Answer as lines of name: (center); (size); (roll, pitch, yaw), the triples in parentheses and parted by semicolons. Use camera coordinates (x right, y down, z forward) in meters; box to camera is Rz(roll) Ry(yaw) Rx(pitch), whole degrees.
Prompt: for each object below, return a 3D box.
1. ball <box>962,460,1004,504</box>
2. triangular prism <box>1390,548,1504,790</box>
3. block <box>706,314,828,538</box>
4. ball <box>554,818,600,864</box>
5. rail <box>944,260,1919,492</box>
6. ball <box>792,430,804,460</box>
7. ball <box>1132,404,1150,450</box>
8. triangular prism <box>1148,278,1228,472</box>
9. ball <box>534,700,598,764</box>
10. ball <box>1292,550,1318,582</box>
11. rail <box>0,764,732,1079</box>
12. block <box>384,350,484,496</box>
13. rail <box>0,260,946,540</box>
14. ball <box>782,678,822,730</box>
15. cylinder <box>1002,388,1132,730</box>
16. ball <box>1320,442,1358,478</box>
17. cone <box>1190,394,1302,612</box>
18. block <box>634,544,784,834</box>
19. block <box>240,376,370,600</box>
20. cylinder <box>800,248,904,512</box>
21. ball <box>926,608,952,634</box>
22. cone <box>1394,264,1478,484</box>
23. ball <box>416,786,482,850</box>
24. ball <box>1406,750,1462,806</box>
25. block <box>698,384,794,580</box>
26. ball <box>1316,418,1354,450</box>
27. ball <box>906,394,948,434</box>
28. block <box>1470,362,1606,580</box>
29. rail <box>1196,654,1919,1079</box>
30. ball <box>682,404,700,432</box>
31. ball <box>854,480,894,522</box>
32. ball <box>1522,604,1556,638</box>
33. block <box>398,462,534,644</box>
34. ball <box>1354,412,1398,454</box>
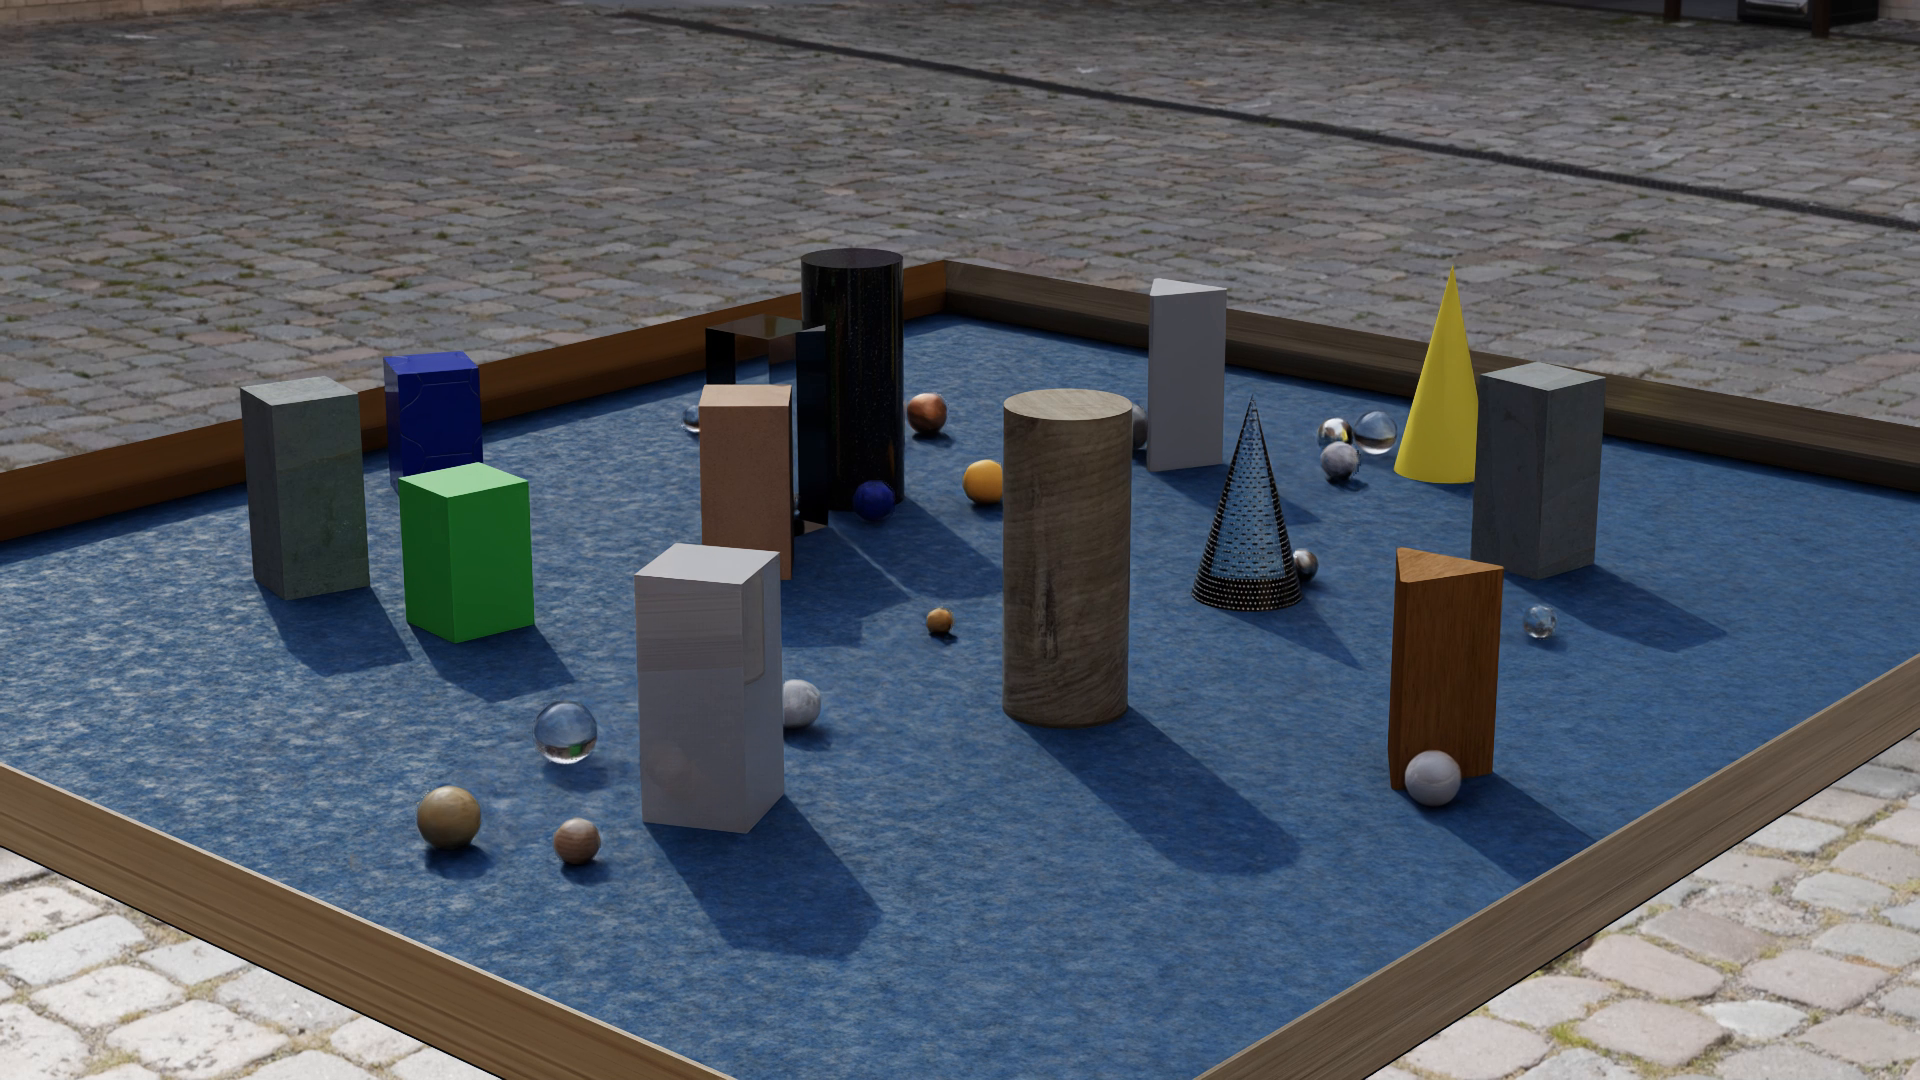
ball: (0.049, -0.111, 5.668); (0.087, 0.087, 0.087); (0, 17, 0)
triangular prism: (0.677, 0.181, 4.302); (0.170, 0.316, 0.147); (-7, 18, -23)
block: (-0.360, -0.209, 5.470); (0.157, 0.388, 0.157); (13, 21, 37)
ball: (-0.520, 0.409, 3.986); (0.062, 0.062, 0.062); (0, 17, 0)
rail: (1.119, -0.340, 6.354); (3.109, 0.127, 0.045); (14, 22, 39)
ball: (-0.346, -0.195, 5.990); (0.062, 0.062, 0.062); (0, 17, 0)
ball: (0.345, -0.233, 6.051); (0.098, 0.098, 0.098); (0, 17, 0)
triangular prism: (0.428, -0.339, 5.948); (0.170, 0.361, 0.147); (-7, 18, -22)
ball: (-0.584, 0.284, 4.342); (0.095, 0.095, 0.095); (0, 17, 0)
ball: (0.606, 0.046, 5.196); (0.058, 0.058, 0.058); (0, 17, 0)
rail: (-1.119, 0.404, 3.886); (3.109, 0.127, 0.045); (14, 22, 39)
block: (-1.029, -0.221, 5.736); (0.157, 0.258, 0.157); (-6, 18, -20)
rail: (-1.156, -0.258, 6.081); (0.045, 0.127, 3.461); (14, 22, 39)
ball: (-0.249, 0.251, 4.485); (0.077, 0.077, 0.077); (0, 17, 0)
cylinder: (0.164, 0.028, 4.512); (0.196, 0.488, 0.196); (0, 17, 0)
ball: (0.757, -0.159, 5.848); (0.075, 0.075, 0.075); (0, 17, 0)
cone: (0.502, -0.079, 5.082); (0.196, 0.363, 0.196); (0, 17, 0)
block: (-0.351, 0.207, 4.131); (0.157, 0.365, 0.157); (5, 17, 15)
block: (-1.151, -0.093, 5.153); (0.157, 0.349, 0.157); (-11, 20, -31)
cylinder: (-0.206, -0.310, 5.658); (0.196, 0.474, 0.196); (0, 17, 0)
ball: (-0.035, 0.137, 4.921); (0.044, 0.044, 0.044); (0, 17, 0)
cone: (0.974, -0.343, 5.855); (0.196, 0.423, 0.196); (0, 17, 0)
ball: (-0.703, 0.382, 4.031); (0.088, 0.088, 0.088); (0, 17, 0)
ball: (0.676, 0.340, 4.185); (0.080, 0.080, 0.080); (0, 17, 0)
block: (-0.380, -0.104, 5.243); (0.157, 0.319, 0.157); (0, 17, -1)
ball: (0.771, -0.214, 6.027); (0.076, 0.076, 0.076); (0, 17, 0)
ball: (-0.070, -0.266, 6.181); (0.087, 0.087, 0.087); (0, 17, 0)
block: (1.038, -0.126, 5.268); (0.157, 0.347, 0.157); (-13, 21, -37)
rail: (1.156, 0.322, 4.159); (0.045, 0.127, 3.461); (14, 22, 39)
ball: (-0.559, -0.257, 6.202); (0.058, 0.058, 0.058); (0, 17, 0)
ball: (-0.164, -0.074, 5.561); (0.077, 0.077, 0.077); (0, 17, 0)
ball: (0.969, 0.136, 4.902); (0.056, 0.056, 0.056); (0, 17, 0)
block: (-0.832, 0.020, 4.947); (0.157, 0.253, 0.157); (-14, 22, -39)
ball: (0.854, -0.220, 6.026); (0.089, 0.089, 0.089); (0, 17, 0)
